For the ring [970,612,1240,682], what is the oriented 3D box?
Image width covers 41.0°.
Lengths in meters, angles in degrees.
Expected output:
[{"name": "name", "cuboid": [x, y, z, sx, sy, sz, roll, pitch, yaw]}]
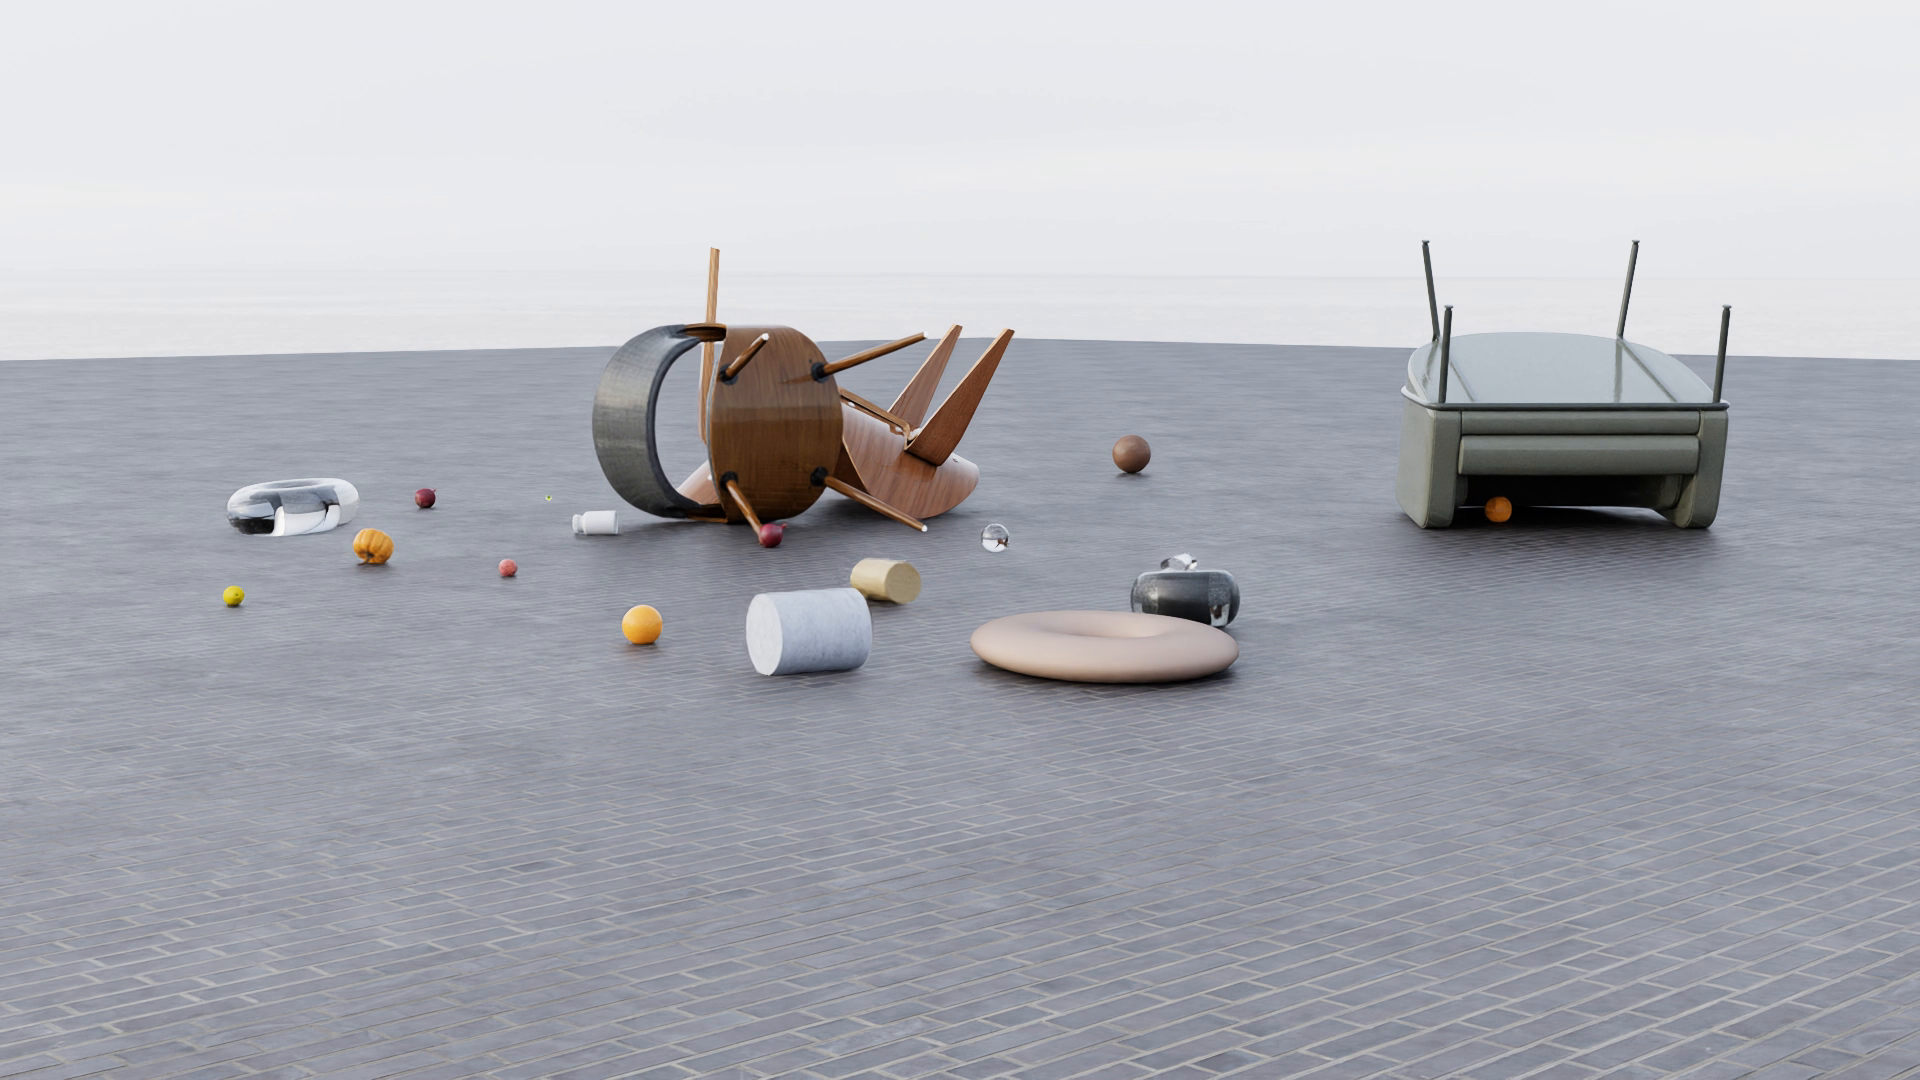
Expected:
[{"name": "ring", "cuboid": [0.243, 0.178, 4.344, 0.441, 0.071, 0.514, -2, 6, -22]}]

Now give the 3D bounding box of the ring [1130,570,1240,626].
[{"name": "ring", "cuboid": [0.423, 0.111, 4.826, 0.212, 0.105, 0.183, -2, 0, 31]}]

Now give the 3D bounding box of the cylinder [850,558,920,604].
[{"name": "cylinder", "cuboid": [-0.150, 0.084, 5.189, 0.096, 0.083, 0.107, 22, -10, -42]}]

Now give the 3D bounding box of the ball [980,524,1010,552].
[{"name": "ball", "cuboid": [0.084, -0.004, 6.119, 0.069, 0.069, 0.069, 0, 6, 0]}]

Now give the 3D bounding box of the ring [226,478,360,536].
[{"name": "ring", "cuboid": [-1.731, -0.087, 6.672, 0.294, 0.121, 0.468, 0, 6, 13]}]

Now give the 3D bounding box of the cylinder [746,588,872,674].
[{"name": "cylinder", "cuboid": [-0.252, 0.151, 4.279, 0.166, 0.136, 0.136, -3, 52, -30]}]
